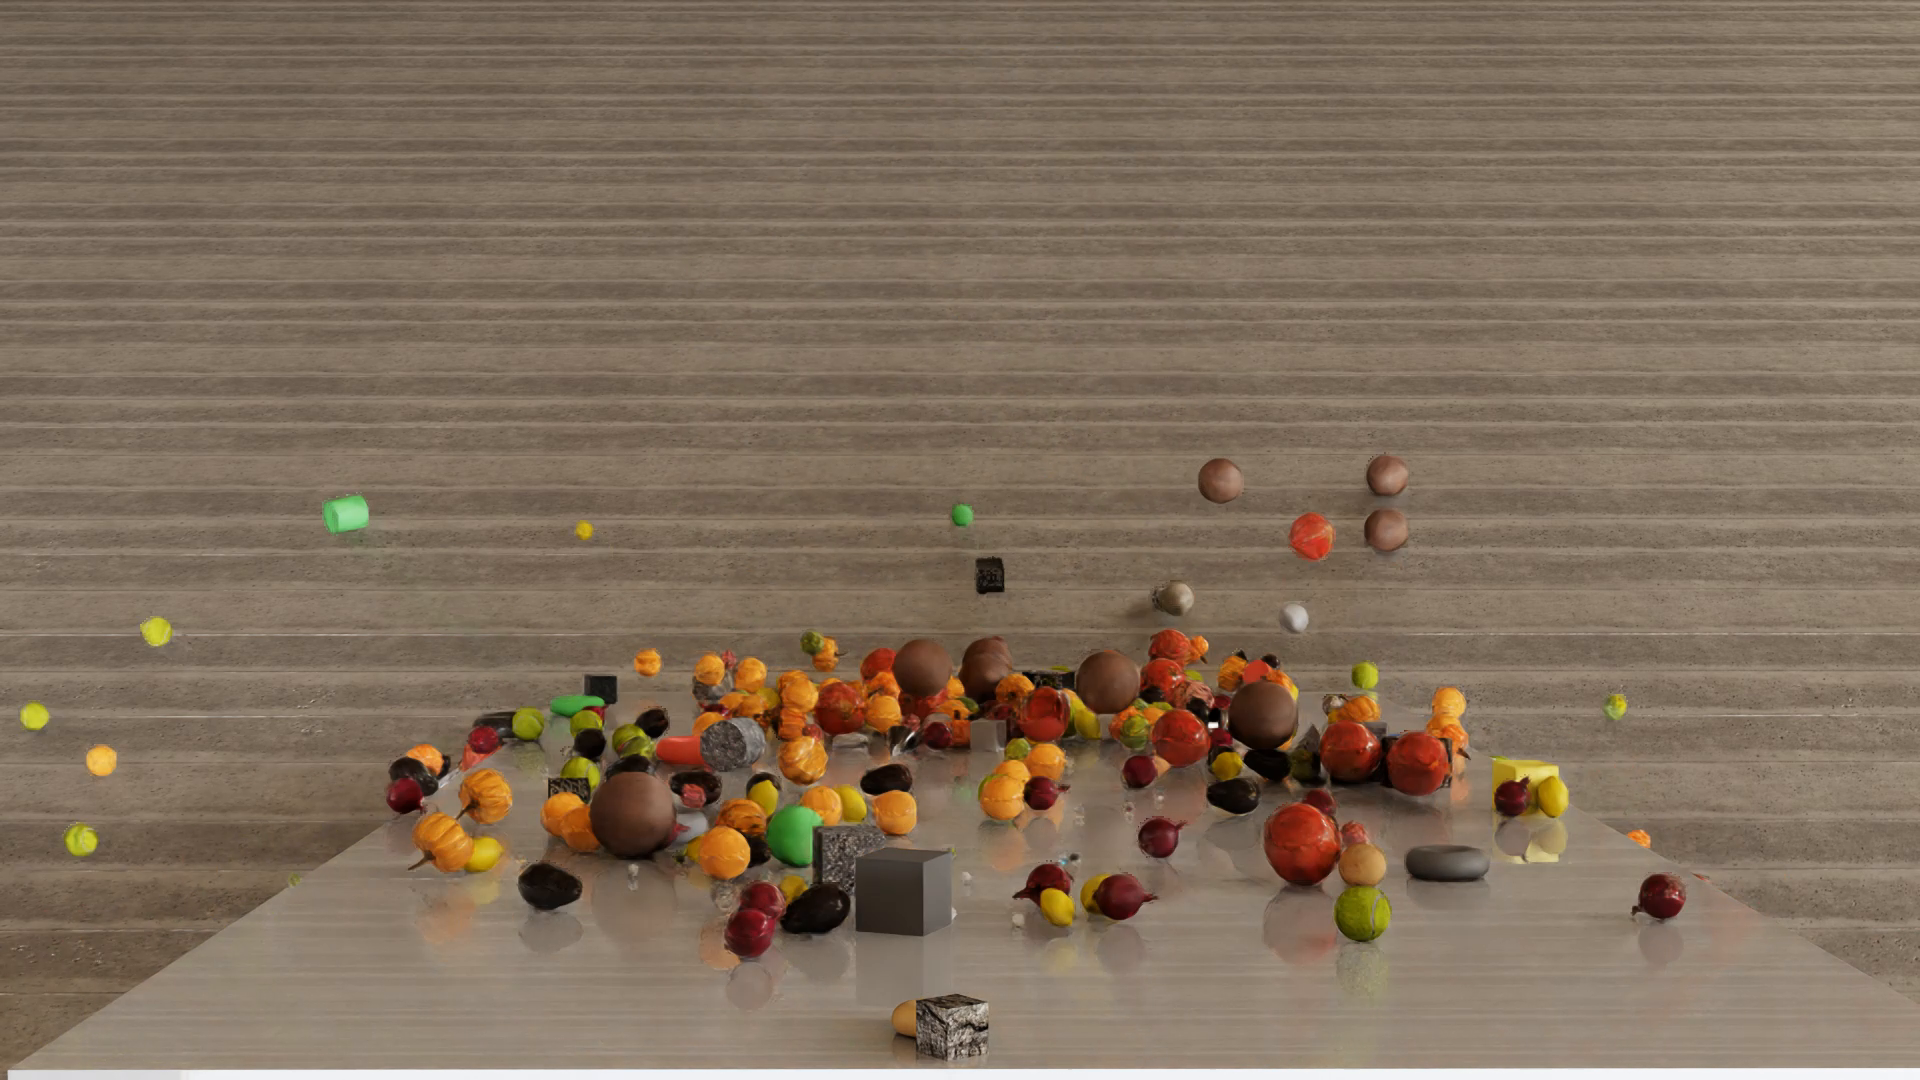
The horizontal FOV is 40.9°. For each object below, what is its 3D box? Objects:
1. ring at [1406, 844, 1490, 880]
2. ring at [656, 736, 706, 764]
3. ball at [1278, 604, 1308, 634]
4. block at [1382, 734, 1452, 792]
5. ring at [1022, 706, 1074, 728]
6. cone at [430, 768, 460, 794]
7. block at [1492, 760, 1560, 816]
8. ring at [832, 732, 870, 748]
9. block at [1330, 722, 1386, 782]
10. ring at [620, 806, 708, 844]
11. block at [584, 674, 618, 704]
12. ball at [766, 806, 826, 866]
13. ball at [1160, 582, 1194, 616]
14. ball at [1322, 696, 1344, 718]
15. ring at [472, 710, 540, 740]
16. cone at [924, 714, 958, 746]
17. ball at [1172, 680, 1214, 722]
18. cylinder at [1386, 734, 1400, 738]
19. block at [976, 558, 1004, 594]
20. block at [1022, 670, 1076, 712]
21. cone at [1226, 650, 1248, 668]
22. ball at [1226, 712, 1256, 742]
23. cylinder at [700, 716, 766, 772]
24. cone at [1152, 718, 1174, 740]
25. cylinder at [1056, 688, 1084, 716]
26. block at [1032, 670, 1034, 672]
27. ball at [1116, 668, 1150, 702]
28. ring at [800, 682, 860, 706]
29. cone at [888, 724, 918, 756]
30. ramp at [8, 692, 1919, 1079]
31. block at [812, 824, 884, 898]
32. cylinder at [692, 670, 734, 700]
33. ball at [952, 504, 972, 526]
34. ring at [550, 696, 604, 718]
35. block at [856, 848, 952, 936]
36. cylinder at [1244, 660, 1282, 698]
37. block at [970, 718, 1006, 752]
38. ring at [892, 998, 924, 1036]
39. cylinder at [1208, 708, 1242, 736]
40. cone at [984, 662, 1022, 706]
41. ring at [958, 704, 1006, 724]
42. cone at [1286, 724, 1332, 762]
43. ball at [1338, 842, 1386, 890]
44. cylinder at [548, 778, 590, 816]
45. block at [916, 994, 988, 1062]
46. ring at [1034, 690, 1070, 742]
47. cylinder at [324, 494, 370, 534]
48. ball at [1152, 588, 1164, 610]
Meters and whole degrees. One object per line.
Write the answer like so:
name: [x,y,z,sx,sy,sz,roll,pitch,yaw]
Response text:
ring: [0.701,0.463,3.704,0.120,0.040,0.120,0,1,0]
ring: [-0.533,0.414,5.085,0.135,0.045,0.135,0,3,0]
ball: [0.784,0.185,6.059,0.070,0.070,0.070,0,24,0]
block: [0.830,0.405,4.685,0.089,0.089,0.089,-2,2,-37]
ring: [0.195,0.394,5.719,0.121,0.040,0.121,-1,3,0]
cone: [-0.993,0.472,5.049,0.077,0.077,0.077,15,39,-13]
block: [0.959,0.419,4.367,0.081,0.081,0.081,-1,2,-16]
ring: [-0.227,0.415,5.333,0.077,0.026,0.077,-4,2,0]
block: [0.744,0.395,4.806,0.100,0.100,0.100,0,2,9]
ring: [-0.467,0.449,4.052,0.139,0.046,0.139,0,3,0]
block: [-0.874,0.363,6.268,0.066,0.066,0.066,-1,2,-20]
ball: [-0.240,0.436,3.795,0.089,0.089,0.089,0,24,0]
ball: [0.599,0.163,7.111,0.094,0.094,0.094,0,24,0]
ball: [0.857,0.382,5.907,0.050,0.050,0.050,0,24,0]
ring: [-0.980,0.399,5.564,0.143,0.048,0.143,-3,4,0]
cone: [-0.048,0.410,5.349,0.075,0.075,0.075,5,26,11]
ball: [0.526,0.363,5.822,0.095,0.095,0.095,0,24,0]
cylinder: [0.858,0.410,5.072,0.052,0.052,0.052,2,2,5]
block: [0.084,0.101,7.309,0.073,0.073,0.073,-2,24,-5]
block: [0.209,0.356,6.059,0.091,0.091,0.091,1,2,32]
cone: [0.722,0.324,6.764,0.057,0.057,0.057,-25,29,-7]
ball: [0.564,0.374,5.166,0.058,0.058,0.058,0,24,0]
cylinder: [-0.437,0.392,4.961,0.096,0.096,0.096,8,4,18]
cone: [0.418,0.411,5.468,0.051,0.051,0.051,15,37,30]
cylinder: [0.255,0.374,5.954,0.063,0.063,0.063,0,2,0]
block: [0.202,0.376,6.689,0.051,0.051,0.051,15,44,-24]
ball: [0.422,0.352,6.291,0.083,0.083,0.083,0,24,0]
ring: [-0.313,0.373,6.219,0.148,0.049,0.148,-1,1,0]
cone: [-0.128,0.418,5.175,0.067,0.067,0.067,10,43,22]
ramp: [0.056,0.504,4.549,2.000,0.100,4.000,0,2,0]
block: [-0.155,0.445,3.579,0.086,0.086,0.086,0,2,-12]
cylinder: [-0.601,0.354,6.277,0.074,0.074,0.074,2,18,-38]
ball: [0.005,-0.074,7.708,0.063,0.063,0.063,0,24,0]
ring: [-0.886,0.385,5.971,0.128,0.043,0.128,1,3,0]
block: [-0.072,0.450,3.305,0.094,0.094,0.094,1,2,22]
cylinder: [0.741,0.342,6.313,0.069,0.069,0.069,-23,47,27]
block: [0.057,0.400,5.281,0.059,0.059,0.059,1,2,19]
ring: [-0.025,0.502,2.710,0.095,0.032,0.095,-2,-1,0]
cylinder: [0.570,0.390,5.508,0.057,0.057,0.057,4,20,-28]
cone: [0.110,0.346,6.245,0.100,0.100,0.100,0,2,0]
ring: [0.049,0.393,5.816,0.109,0.036,0.109,-1,3,0]
cone: [0.676,0.418,5.064,0.082,0.082,0.082,-27,27,1]
ball: [0.560,0.454,3.587,0.066,0.066,0.066,0,24,0]
cylinder: [-0.654,0.429,4.304,0.065,0.065,0.065,0,24,-5]
block: [-0.008,0.495,2.617,0.053,0.053,0.053,-2,3,-38]
ring: [0.192,0.368,5.374,0.039,0.116,0.116,25,20,-15]
cylinder: [-1.823,-0.077,7.660,0.098,0.098,0.098,-14,28,-35]
ball: [0.565,0.164,7.182,0.065,0.065,0.065,0,24,0]
